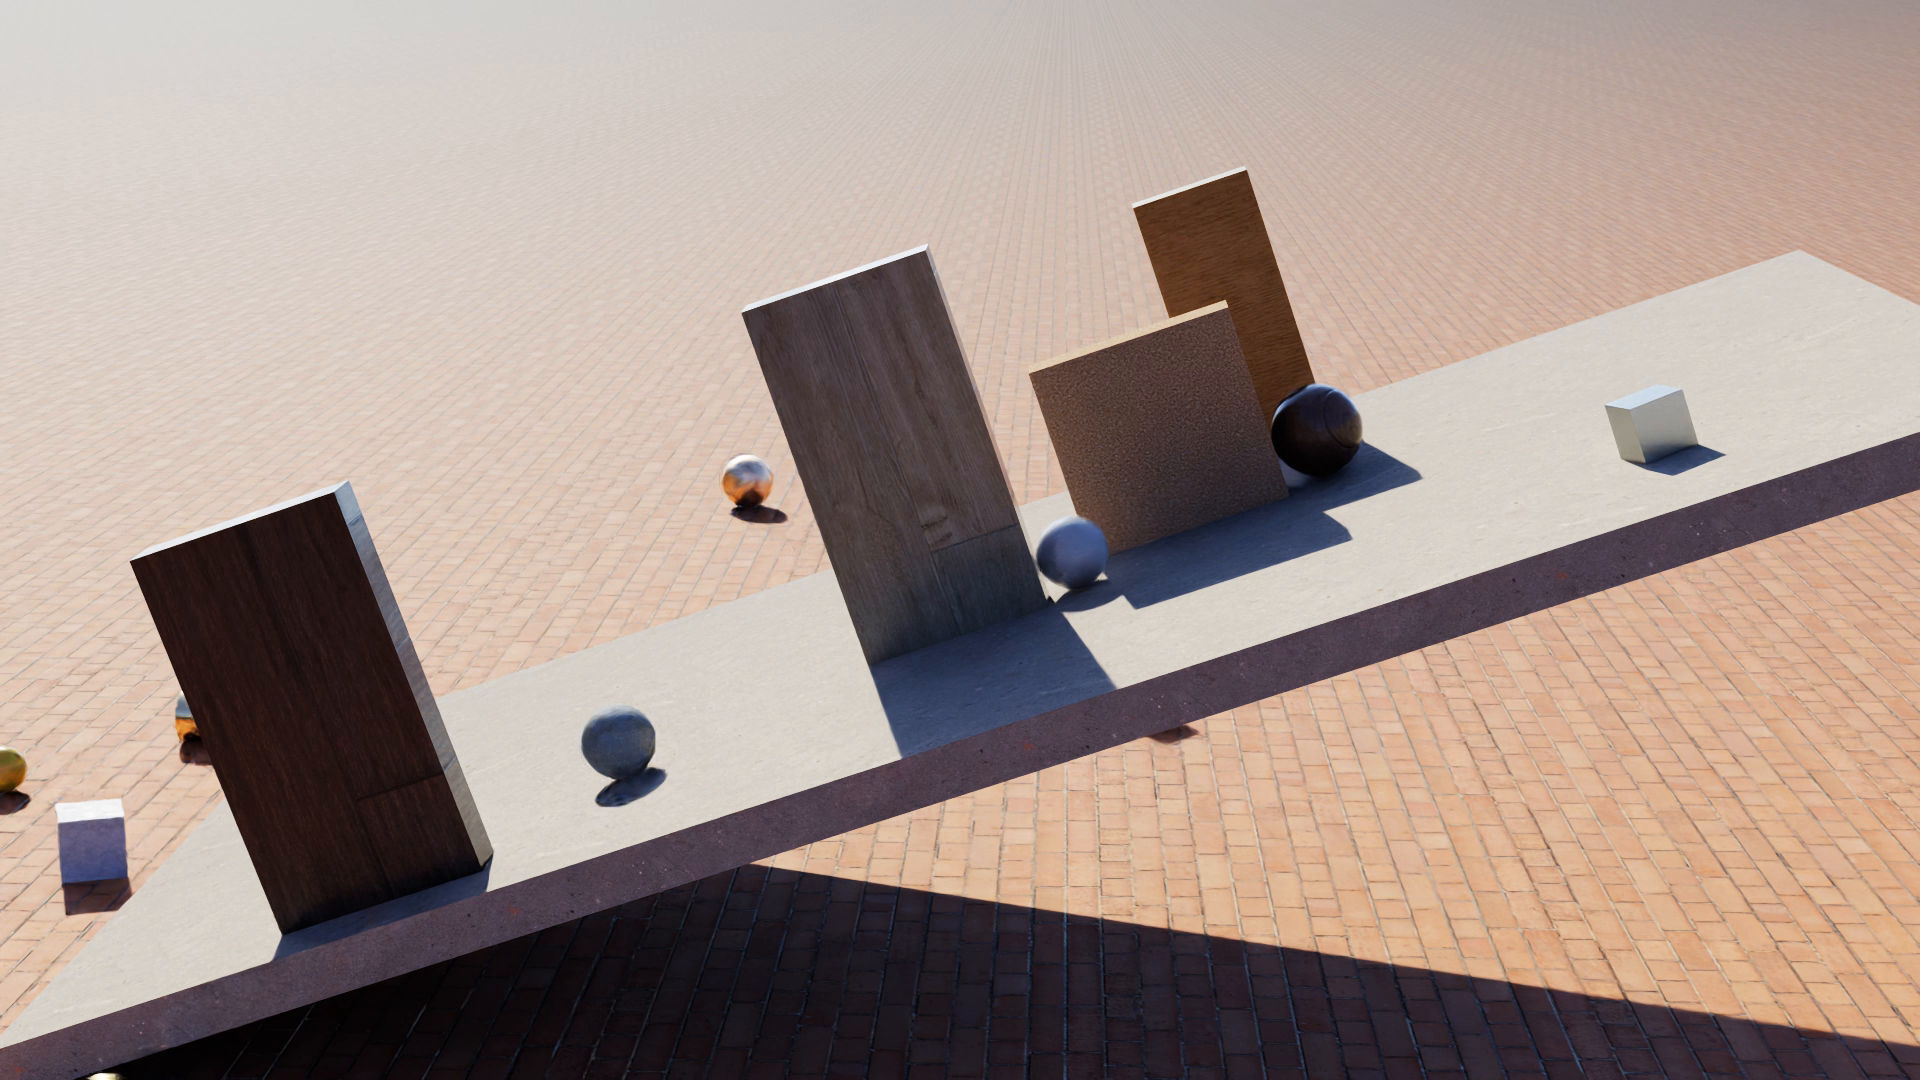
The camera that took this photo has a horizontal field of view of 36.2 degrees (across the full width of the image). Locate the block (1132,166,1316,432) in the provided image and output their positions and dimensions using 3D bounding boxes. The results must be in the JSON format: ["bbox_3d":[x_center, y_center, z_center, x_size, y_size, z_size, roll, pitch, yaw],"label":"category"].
[{"bbox_3d":[0.637,-0.527,6.914,0.277,0.638,0.094,-18,11,6],"label":"block"}]

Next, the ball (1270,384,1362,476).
[{"bbox_3d":[0.778,-0.240,6.419,0.200,0.200,0.200,0,12,0],"label":"ball"}]

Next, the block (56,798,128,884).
[{"bbox_3d":[-2.023,0.700,6.852,0.147,0.147,0.147,-4,13,-18],"label":"block"}]

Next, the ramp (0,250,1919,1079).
[{"bbox_3d":[0.108,0.180,6.304,4.000,0.100,2.000,-18,11,6],"label":"ramp"}]

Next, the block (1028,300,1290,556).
[{"bbox_3d":[0.432,-0.238,6.385,0.449,0.434,0.114,-18,11,6],"label":"block"}]

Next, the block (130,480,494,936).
[{"bbox_3d":[-1.224,0.321,5.583,0.412,0.773,0.116,-18,11,6],"label":"block"}]

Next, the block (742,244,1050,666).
[{"bbox_3d":[-0.129,-0.174,6.106,0.399,0.784,0.114,-18,11,6],"label":"block"}]

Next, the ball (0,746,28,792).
[{"bbox_3d":[-2.430,0.582,7.469,0.117,0.117,0.117,0,12,0],"label":"ball"}]

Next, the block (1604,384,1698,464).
[{"bbox_3d":[1.321,-0.221,5.619,0.112,0.112,0.112,-21,11,-9],"label":"block"}]

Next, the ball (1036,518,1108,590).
[{"bbox_3d":[0.235,0.028,6.165,0.152,0.152,0.152,0,12,0],"label":"ball"}]

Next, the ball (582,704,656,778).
[{"bbox_3d":[-0.685,0.404,5.902,0.150,0.150,0.150,0,12,0],"label":"ball"}]

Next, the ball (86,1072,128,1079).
[{"bbox_3d":[-1.548,1.034,5.330,0.135,0.135,0.135,0,12,0],"label":"ball"}]

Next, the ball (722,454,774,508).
[{"bbox_3d":[-0.795,-0.221,11.019,0.195,0.195,0.195,0,12,0],"label":"ball"}]
